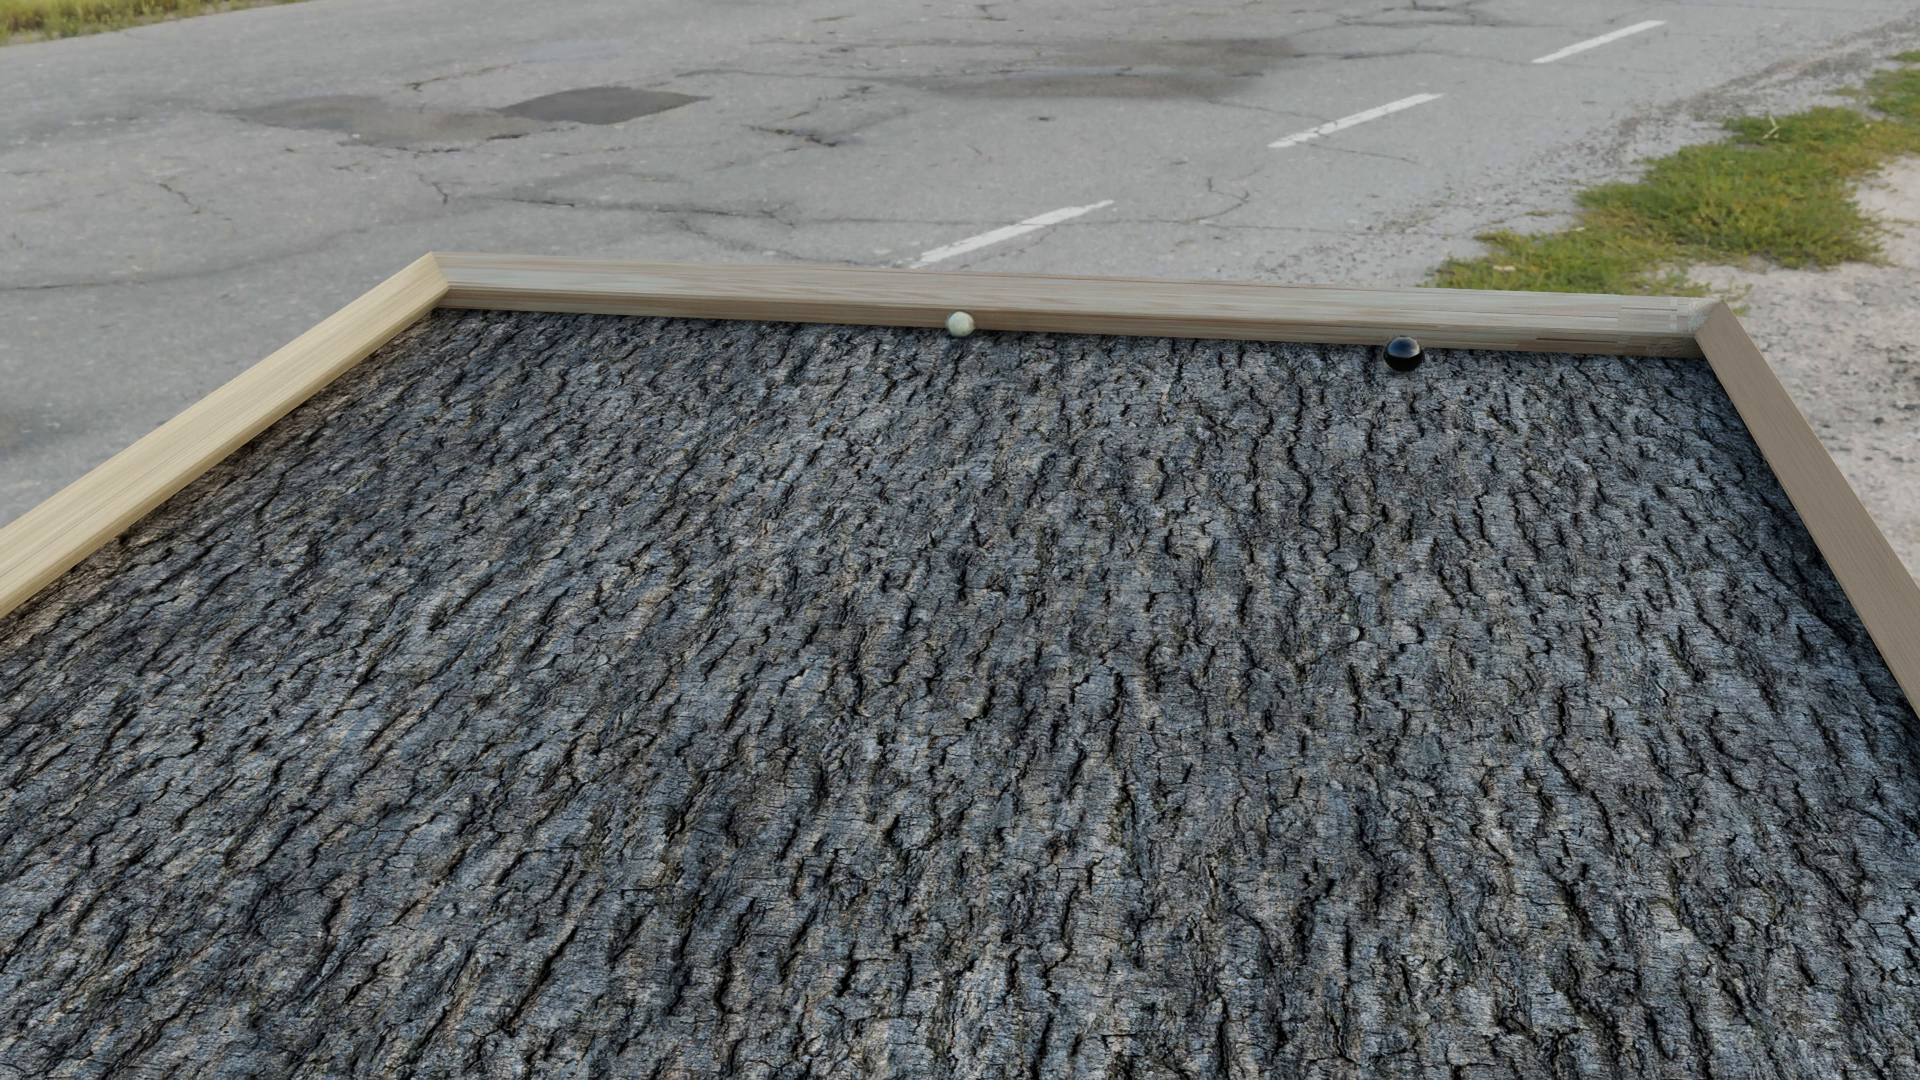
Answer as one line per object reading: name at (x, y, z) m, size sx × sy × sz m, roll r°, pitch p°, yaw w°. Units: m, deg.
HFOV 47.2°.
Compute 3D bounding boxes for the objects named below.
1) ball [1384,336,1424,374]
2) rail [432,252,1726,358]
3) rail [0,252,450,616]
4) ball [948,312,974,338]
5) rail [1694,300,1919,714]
ball at (0.655, -0.273, 3.249) m, size 0.058 × 0.058 × 0.058 m, roll 0°, pitch 21°, yaw 0°
rail at (0.140, -0.364, 3.435) m, size 2.033 × 0.093 × 0.045 m, roll 3°, pitch 21°, yaw 8°
rail at (-1.125, 0.279, 1.784) m, size 0.045 × 0.093 × 3.922 m, roll 3°, pitch 21°, yaw 8°
ball at (0.002, -0.337, 3.437) m, size 0.041 × 0.041 × 0.041 m, roll 0°, pitch 21°, yaw 0°
rail at (0.839, 0.384, 1.514) m, size 0.045 × 0.093 × 3.922 m, roll 3°, pitch 21°, yaw 8°
